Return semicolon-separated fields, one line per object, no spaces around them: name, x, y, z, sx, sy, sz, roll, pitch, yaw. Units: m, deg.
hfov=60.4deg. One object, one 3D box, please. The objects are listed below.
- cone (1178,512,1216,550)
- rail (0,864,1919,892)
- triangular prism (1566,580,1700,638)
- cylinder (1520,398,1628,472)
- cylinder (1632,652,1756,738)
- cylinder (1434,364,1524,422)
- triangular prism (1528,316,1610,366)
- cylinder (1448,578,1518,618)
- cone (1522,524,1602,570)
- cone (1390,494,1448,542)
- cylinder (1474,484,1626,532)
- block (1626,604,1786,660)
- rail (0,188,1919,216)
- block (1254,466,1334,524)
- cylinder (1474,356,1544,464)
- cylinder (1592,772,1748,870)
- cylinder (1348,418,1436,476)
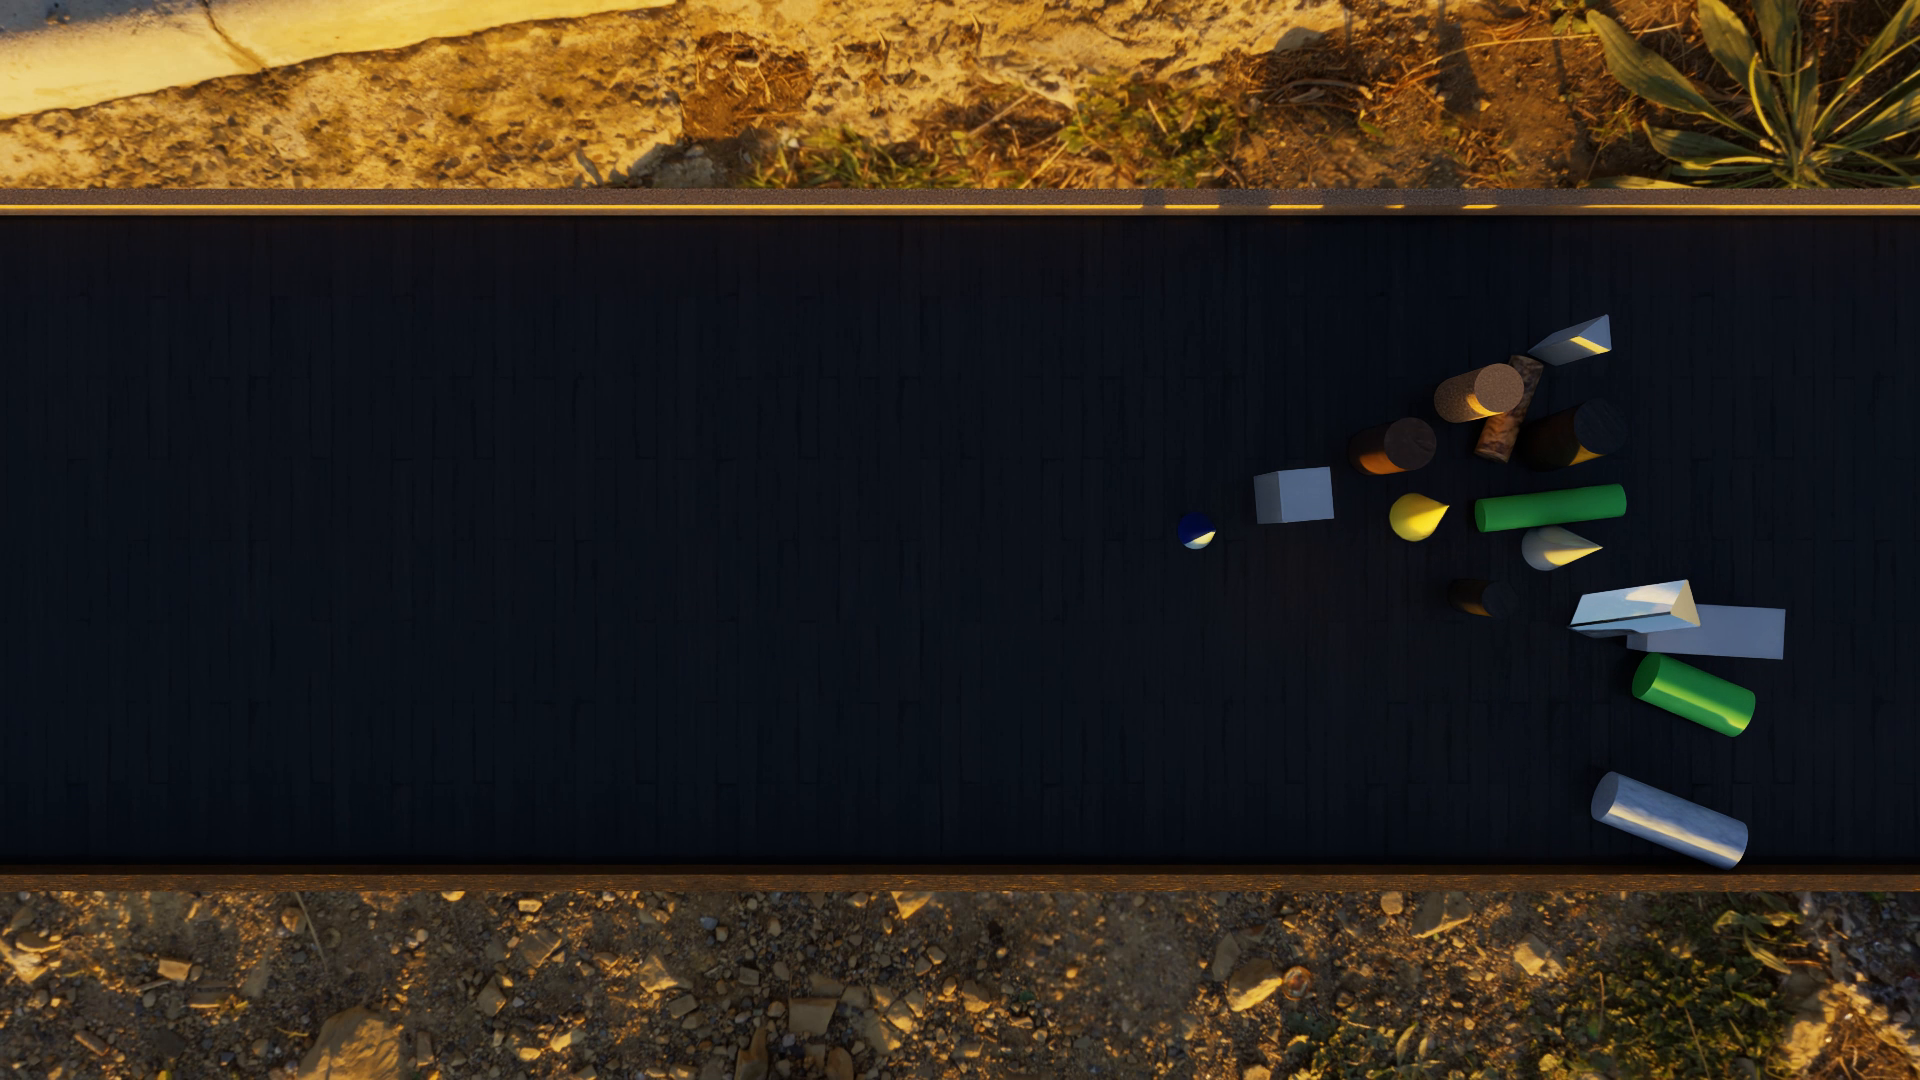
cone;0.727;-0.029;4.874;0.115;0.405;0.115;0;90;0
rail;-2.247;1.025;5.001;12.000;0.150;0.050;0;90;0
triangular prism;2.003;0.199;4.911;0.138;0.355;0.120;19;72;-29
cylinder;1.816;-0.308;4.895;0.164;0.341;0.164;1;84;-7
cylinder;2.222;0.467;5.000;0.309;0.153;0.153;23;90;0
cylinder;1.529;-0.431;4.877;0.141;0.399;0.141;0;90;0
triangular prism;1.809;-0.596;4.865;0.100;0.422;0.086;25;90;0
cylinder;1.554;0.171;4.913;0.105;0.328;0.105;0;90;0
cone;1.803;0.021;4.849;0.149;0.455;0.149;0;90;0
cone;1.390;-0.083;4.873;0.148;0.396;0.148;0;86;1
cylinder;1.797;-0.098;5.025;0.427;0.103;0.103;-7;90;0
block;2.259;0.270;5.002;0.406;0.149;0.149;3;90;0
rail;-2.247;-1.025;5.002;12.000;0.150;0.050;0;90;0
block;0.983;-0.129;4.880;0.147;0.393;0.147;-5;90;0
cylinder;1.673;-0.397;5.025;0.104;0.104;0.315;21;90;0
cylinder;2.147;0.850;4.998;0.416;0.157;0.157;21;90;0
cylinder;1.269;-0.271;4.862;0.149;0.429;0.149;0;90;0
